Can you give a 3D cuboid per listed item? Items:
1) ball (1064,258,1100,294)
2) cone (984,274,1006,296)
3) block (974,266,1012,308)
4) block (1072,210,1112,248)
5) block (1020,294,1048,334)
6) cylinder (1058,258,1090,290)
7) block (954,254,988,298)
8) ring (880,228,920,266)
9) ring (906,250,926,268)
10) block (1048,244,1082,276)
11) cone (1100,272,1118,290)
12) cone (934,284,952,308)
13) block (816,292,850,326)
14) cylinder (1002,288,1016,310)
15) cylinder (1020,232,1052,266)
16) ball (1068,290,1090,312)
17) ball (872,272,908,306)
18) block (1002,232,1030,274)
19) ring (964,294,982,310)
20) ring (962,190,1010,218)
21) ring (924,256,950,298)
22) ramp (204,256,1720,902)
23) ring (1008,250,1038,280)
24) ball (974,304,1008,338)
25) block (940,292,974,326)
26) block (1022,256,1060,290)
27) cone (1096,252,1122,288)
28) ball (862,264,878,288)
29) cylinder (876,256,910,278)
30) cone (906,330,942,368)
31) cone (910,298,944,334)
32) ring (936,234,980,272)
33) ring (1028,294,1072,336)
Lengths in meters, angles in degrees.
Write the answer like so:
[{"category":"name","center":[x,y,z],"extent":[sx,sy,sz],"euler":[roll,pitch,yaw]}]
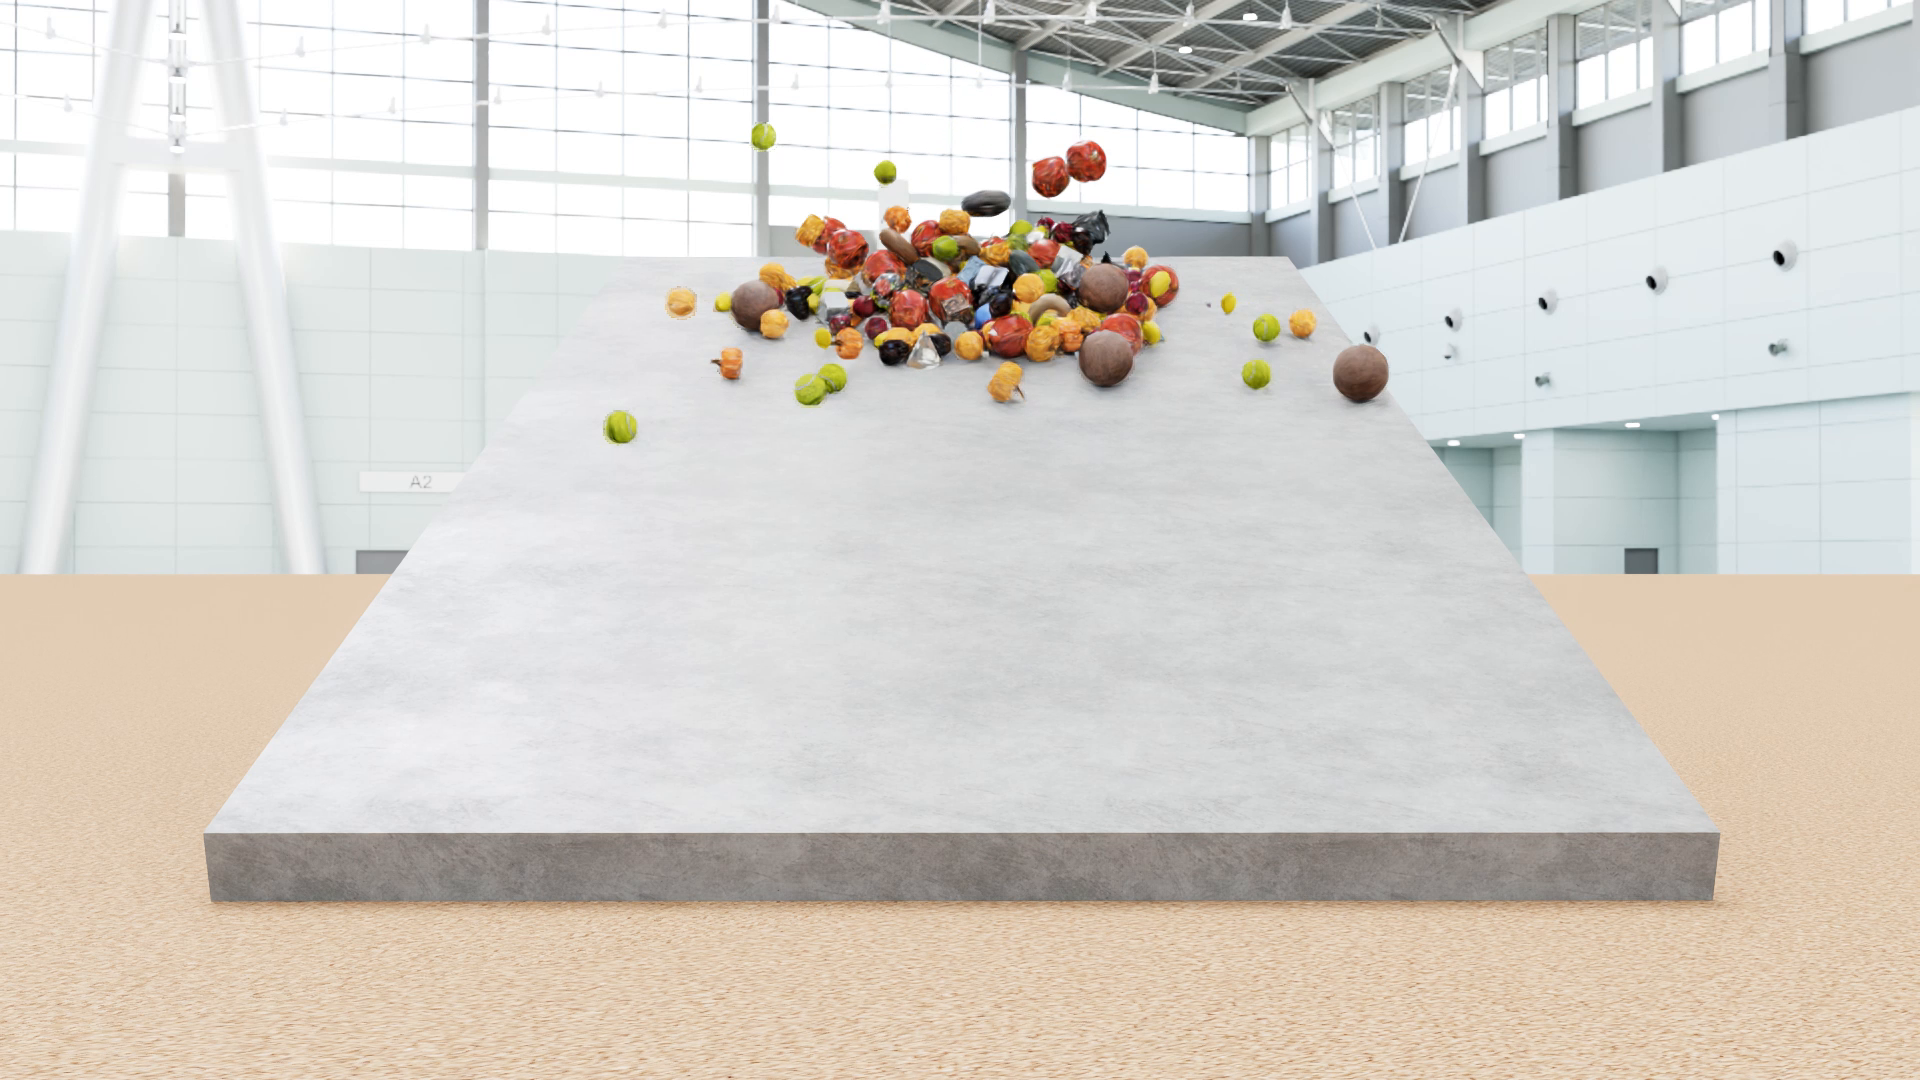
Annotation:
[{"category":"ball","center":[0.334,-0.727,6.163],"extent":[0.100,0.100,0.100],"euler":[0,-1,0]},{"category":"cone","center":[0.074,-0.682,6.097],"extent":[0.077,0.077,0.077],"euler":[-28,-10,17]},{"category":"block","center":[0.086,-0.654,5.773],"extent":[0.072,0.072,0.072],"euler":[10,-42,19]},{"category":"block","center":[0.374,-0.887,6.379],"extent":[0.073,0.073,0.073],"euler":[-10,24,30]},{"category":"block","center":[0.211,-0.584,5.783],"extent":[0.085,0.085,0.085],"euler":[6,20,18]},{"category":"cylinder","center":[0.295,-0.693,5.827],"extent":[0.061,0.061,0.061],"euler":[31,-10,-16]},{"category":"block","center":[0.039,-0.694,5.901],"extent":[0.077,0.077,0.077],"euler":[35,-7,-5]},{"category":"ring","center":[-0.164,-0.790,6.034],"extent":[0.131,0.044,0.131],"euler":[41,-3,3]},{"category":"ring","center":[-0.121,-0.775,6.212],"extent":[0.122,0.041,0.122],"euler":[35,13,-9]},{"category":"block","center":[0.278,-0.728,5.887],"extent":[0.059,0.059,0.059],"euler":[28,40,0]},{"category":"cone","center":[0.422,-0.734,6.278],"extent":[0.052,0.052,0.052],"euler":[-21,4,-11]},{"category":"cone","center":[-0.043,-0.648,5.849],"extent":[0.066,0.066,0.066],"euler":[-3,-13,-1]},{"category":"block","center":[-0.325,-0.594,5.747],"extent":[0.061,0.061,0.061],"euler":[-5,46,-23]},{"category":"cylinder","center":[0.105,-0.644,5.950],"extent":[0.065,0.065,0.065],"euler":[-1,8,36]},{"category":"cylinder","center":[0.211,-0.808,6.215],"extent":[0.072,0.072,0.072],"euler":[-16,33,10]},{"category":"ball","center":[0.320,-0.638,5.992],"extent":[0.060,0.060,0.060],"euler":[0,-1,0]},{"category":"ball","center":[-0.180,-0.644,5.750],"extent":[0.088,0.088,0.088],"euler":[0,-1,0]},{"category":"block","center":[0.186,-0.839,6.541],"extent":[0.098,0.098,0.098],"euler":[-7,19,-18]},{"category":"ring","center":[0.042,-0.648,6.047],"extent":[0.094,0.031,0.094],"euler":[-10,22,4]},{"category":"ring","center":[0.074,-0.950,6.322],"extent":[0.141,0.047,0.141],"euler":[-7,-13,-2]},{"category":"ring","center":[-0.077,-0.698,5.947],"extent":[0.112,0.112,0.037],"euler":[0,17,-26]},{"category":"ramp","center":[-0.004,-0.187,4.866],"extent":[2.000,0.100,4.000],"euler":[0,18,0]},{"category":"ring","center":[0.165,-0.721,5.856],"extent":[0.031,0.092,0.092],"euler":[-48,22,-22]},{"category":"ball","center":[0.078,-0.560,5.711],"extent":[0.085,0.085,0.085],"euler":[0,-1,0]},{"category":"block","center":[-0.006,-0.571,5.609],"extent":[0.058,0.058,0.058],"euler":[-26,-41,-4]},{"category":"block","center":[0.231,-0.754,6.295],"extent":[0.081,0.081,0.081],"euler":[-7,25,-24]},{"category":"cone","center":[0.413,-0.769,6.330],"extent":[0.100,0.100,0.100],"euler":[0,18,0]},{"category":"ball","center":[-0.243,-0.744,6.298],"extent":[0.069,0.069,0.069],"euler":[0,-1,0]},{"category":"cylinder","center":[-0.179,-0.734,6.229],"extent":[0.094,0.094,0.094],"euler":[0,18,-14]},{"category":"cone","center":[-0.086,-0.470,5.423],"extent":[0.091,0.091,0.091],"euler":[0,18,0]},{"category":"cone","center":[-0.069,-0.562,5.788],"extent":[0.089,0.089,0.089],"euler":[1,39,-47]},{"category":"ring","center":[-0.005,-0.773,6.043],"extent":[0.125,0.042,0.125],"euler":[-15,-35,-11]},{"category":"ring","center":[0.228,-0.571,5.705],"extent":[0.115,0.115,0.038],"euler":[0,26,-11]}]
